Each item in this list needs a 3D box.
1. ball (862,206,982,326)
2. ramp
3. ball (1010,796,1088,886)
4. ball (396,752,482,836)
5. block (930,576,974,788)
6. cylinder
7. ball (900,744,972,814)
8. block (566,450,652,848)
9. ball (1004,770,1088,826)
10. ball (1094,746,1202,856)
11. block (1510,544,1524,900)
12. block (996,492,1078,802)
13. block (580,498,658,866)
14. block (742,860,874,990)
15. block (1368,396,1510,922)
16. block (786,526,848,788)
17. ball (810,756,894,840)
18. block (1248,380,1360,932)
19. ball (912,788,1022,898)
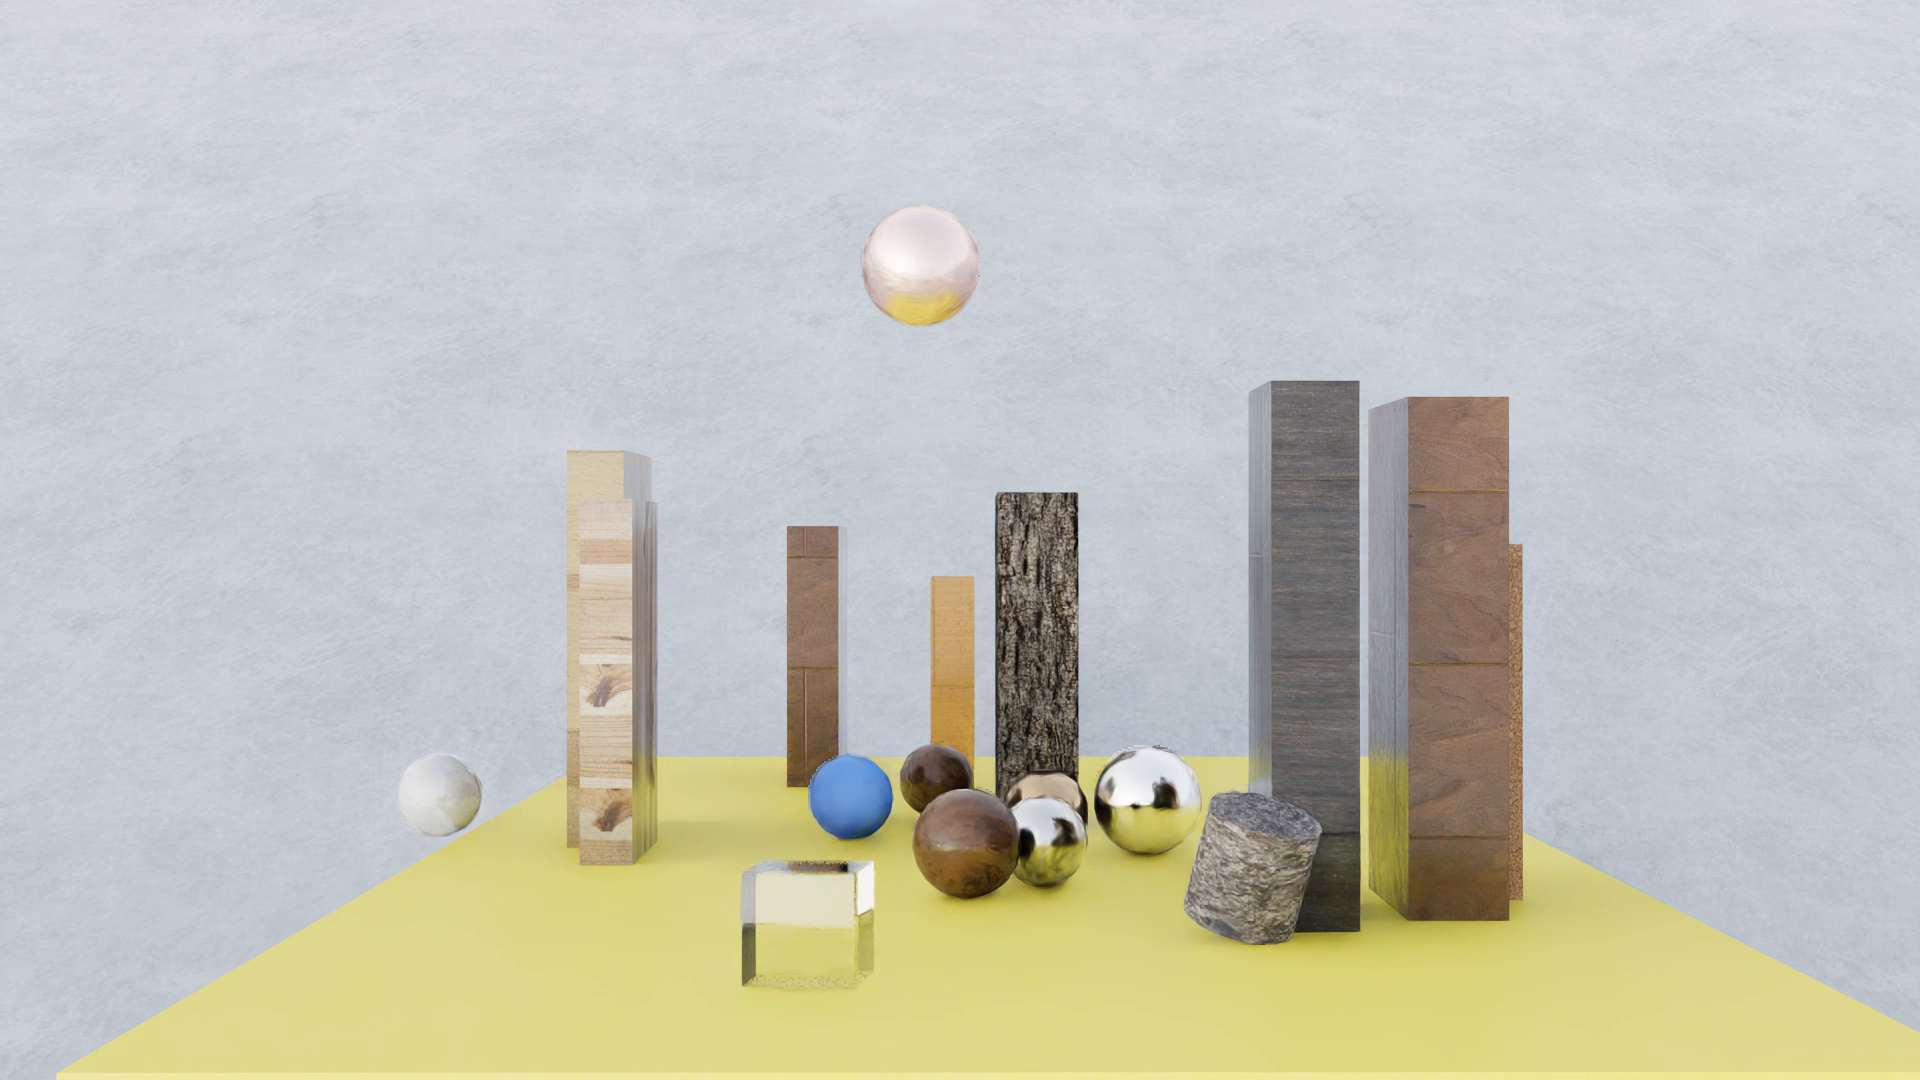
[{"bbox_3d":[-0.047,-0.328,3.097,0.144,0.144,0.144,0,30,0],"label":"ball"},{"bbox_3d":[0.068,0.604,4.667,2.000,0.100,4.000,0,0,0],"label":"ramp"},{"bbox_3d":[0.131,0.480,4.126,0.145,0.145,0.145,0,30,0],"label":"ball"},{"bbox_3d":[-1.018,0.499,5.067,0.164,0.164,0.164,0,30,0],"label":"ball"},{"bbox_3d":[-0.016,0.318,5.708,0.094,0.476,0.323,0,0,0],"label":"block"},{"bbox_3d":[0.402,0.450,3.560,0.156,0.156,0.156,12,15,-3],"label":"cylinder"},{"bbox_3d":[-0.048,0.481,5.188,0.147,0.147,0.147,0,30,0],"label":"ball"},{"bbox_3d":[-0.656,0.196,4.866,0.102,0.716,0.429,0,0,0],"label":"block"},{"bbox_3d":[0.151,0.478,4.539,0.150,0.150,0.150,0,30,0],"label":"ball"},{"bbox_3d":[0.329,0.458,4.543,0.190,0.190,0.190,0,30,0],"label":"ball"},{"bbox_3d":[0.811,0.279,4.115,0.100,0.545,0.306,0,0,0],"label":"block"},{"bbox_3d":[0.145,0.233,4.989,0.150,0.642,0.384,0,0,0],"label":"block"},{"bbox_3d":[-0.602,0.242,4.583,0.089,0.623,0.372,0,0,0],"label":"block"},{"bbox_3d":[-0.190,0.480,3.244,0.140,0.140,0.140,0,0,8],"label":"block"},{"bbox_3d":[0.721,0.172,3.925,0.146,0.759,0.364,0,0,0],"label":"block"},{"bbox_3d":[-0.332,0.263,6.048,0.117,0.588,0.443,0,0,0],"label":"block"},{"bbox_3d":[-0.201,0.476,4.785,0.155,0.155,0.155,0,30,0],"label":"ball"},{"bbox_3d":[0.500,0.163,3.782,0.125,0.775,0.285,0,0,0],"label":"block"},{"bbox_3d":[0.011,0.467,3.993,0.169,0.169,0.169,0,30,0],"label":"ball"}]
